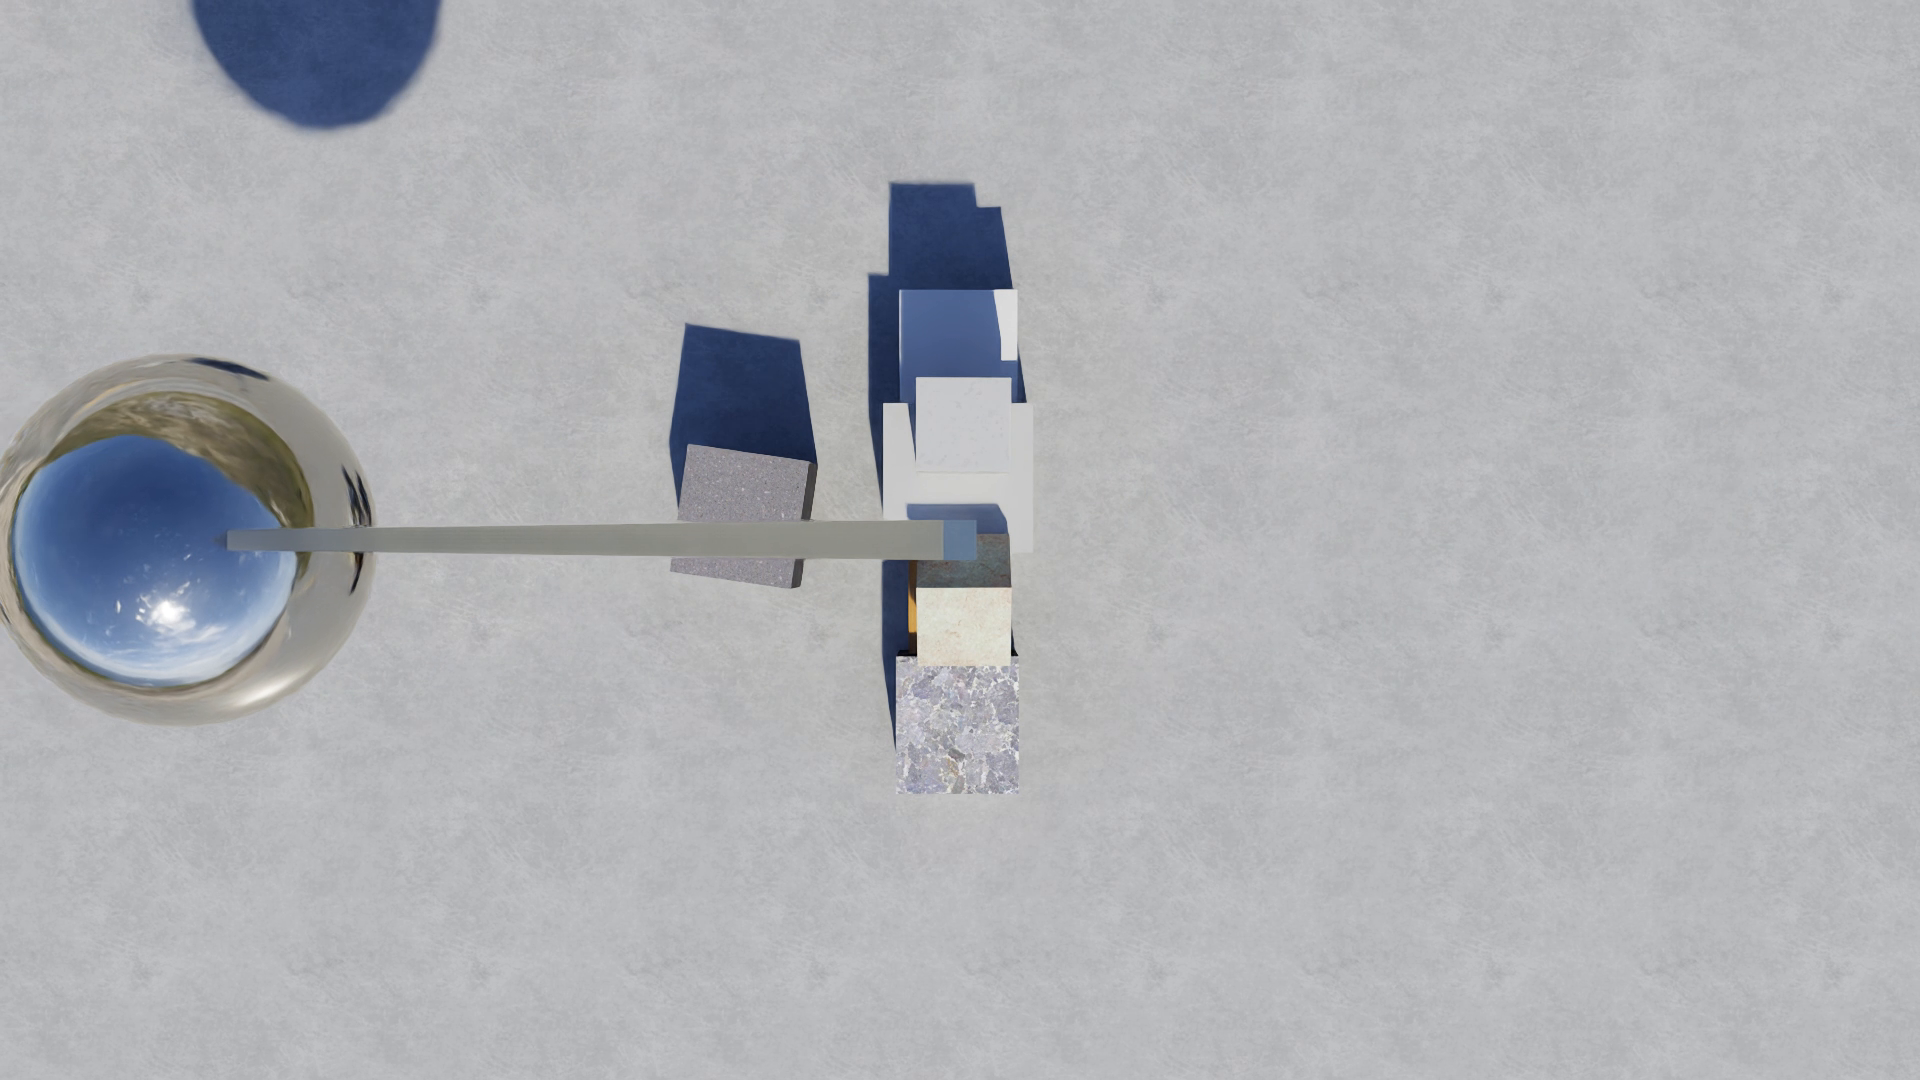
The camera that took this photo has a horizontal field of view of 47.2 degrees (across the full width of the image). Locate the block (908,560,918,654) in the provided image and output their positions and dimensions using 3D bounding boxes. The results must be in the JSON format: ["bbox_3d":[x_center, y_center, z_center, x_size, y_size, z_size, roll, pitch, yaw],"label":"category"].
[{"bbox_3d":[-0.002,0.359,12.695,0.573,0.609,0.560,0,90,0],"label":"block"}]

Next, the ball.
[{"bbox_3d":[-3.306,0.000,9.384,1.600,1.600,1.600,0,90,0],"label":"ball"}]

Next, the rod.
[{"bbox_3d":[-1.433,0.000,6.547,0.080,5.200,0.080,0,90,-33],"label":"rod"}]

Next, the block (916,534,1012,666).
[{"bbox_3d":[0.021,0.327,12.035,0.506,0.492,0.533,0,126,0],"label":"block"}]

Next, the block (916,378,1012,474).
[{"bbox_3d":[0.019,-0.616,11.931,0.506,0.445,0.498,0,90,0],"label":"block"}]

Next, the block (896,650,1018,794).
[{"bbox_3d":[-0.015,1.032,12.627,0.684,0.747,0.765,0,90,0],"label":"block"}]

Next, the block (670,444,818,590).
[{"bbox_3d":[-1.226,-0.131,12.614,0.680,0.772,0.718,8,90,0],"label":"block"}]

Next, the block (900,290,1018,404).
[{"bbox_3d":[-0.008,-1.090,12.712,0.665,0.576,0.648,0,90,0],"label":"block"}]

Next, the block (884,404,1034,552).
[{"bbox_3d":[-0.009,-0.343,12.577,0.828,0.846,0.825,0,90,0],"label":"block"}]
